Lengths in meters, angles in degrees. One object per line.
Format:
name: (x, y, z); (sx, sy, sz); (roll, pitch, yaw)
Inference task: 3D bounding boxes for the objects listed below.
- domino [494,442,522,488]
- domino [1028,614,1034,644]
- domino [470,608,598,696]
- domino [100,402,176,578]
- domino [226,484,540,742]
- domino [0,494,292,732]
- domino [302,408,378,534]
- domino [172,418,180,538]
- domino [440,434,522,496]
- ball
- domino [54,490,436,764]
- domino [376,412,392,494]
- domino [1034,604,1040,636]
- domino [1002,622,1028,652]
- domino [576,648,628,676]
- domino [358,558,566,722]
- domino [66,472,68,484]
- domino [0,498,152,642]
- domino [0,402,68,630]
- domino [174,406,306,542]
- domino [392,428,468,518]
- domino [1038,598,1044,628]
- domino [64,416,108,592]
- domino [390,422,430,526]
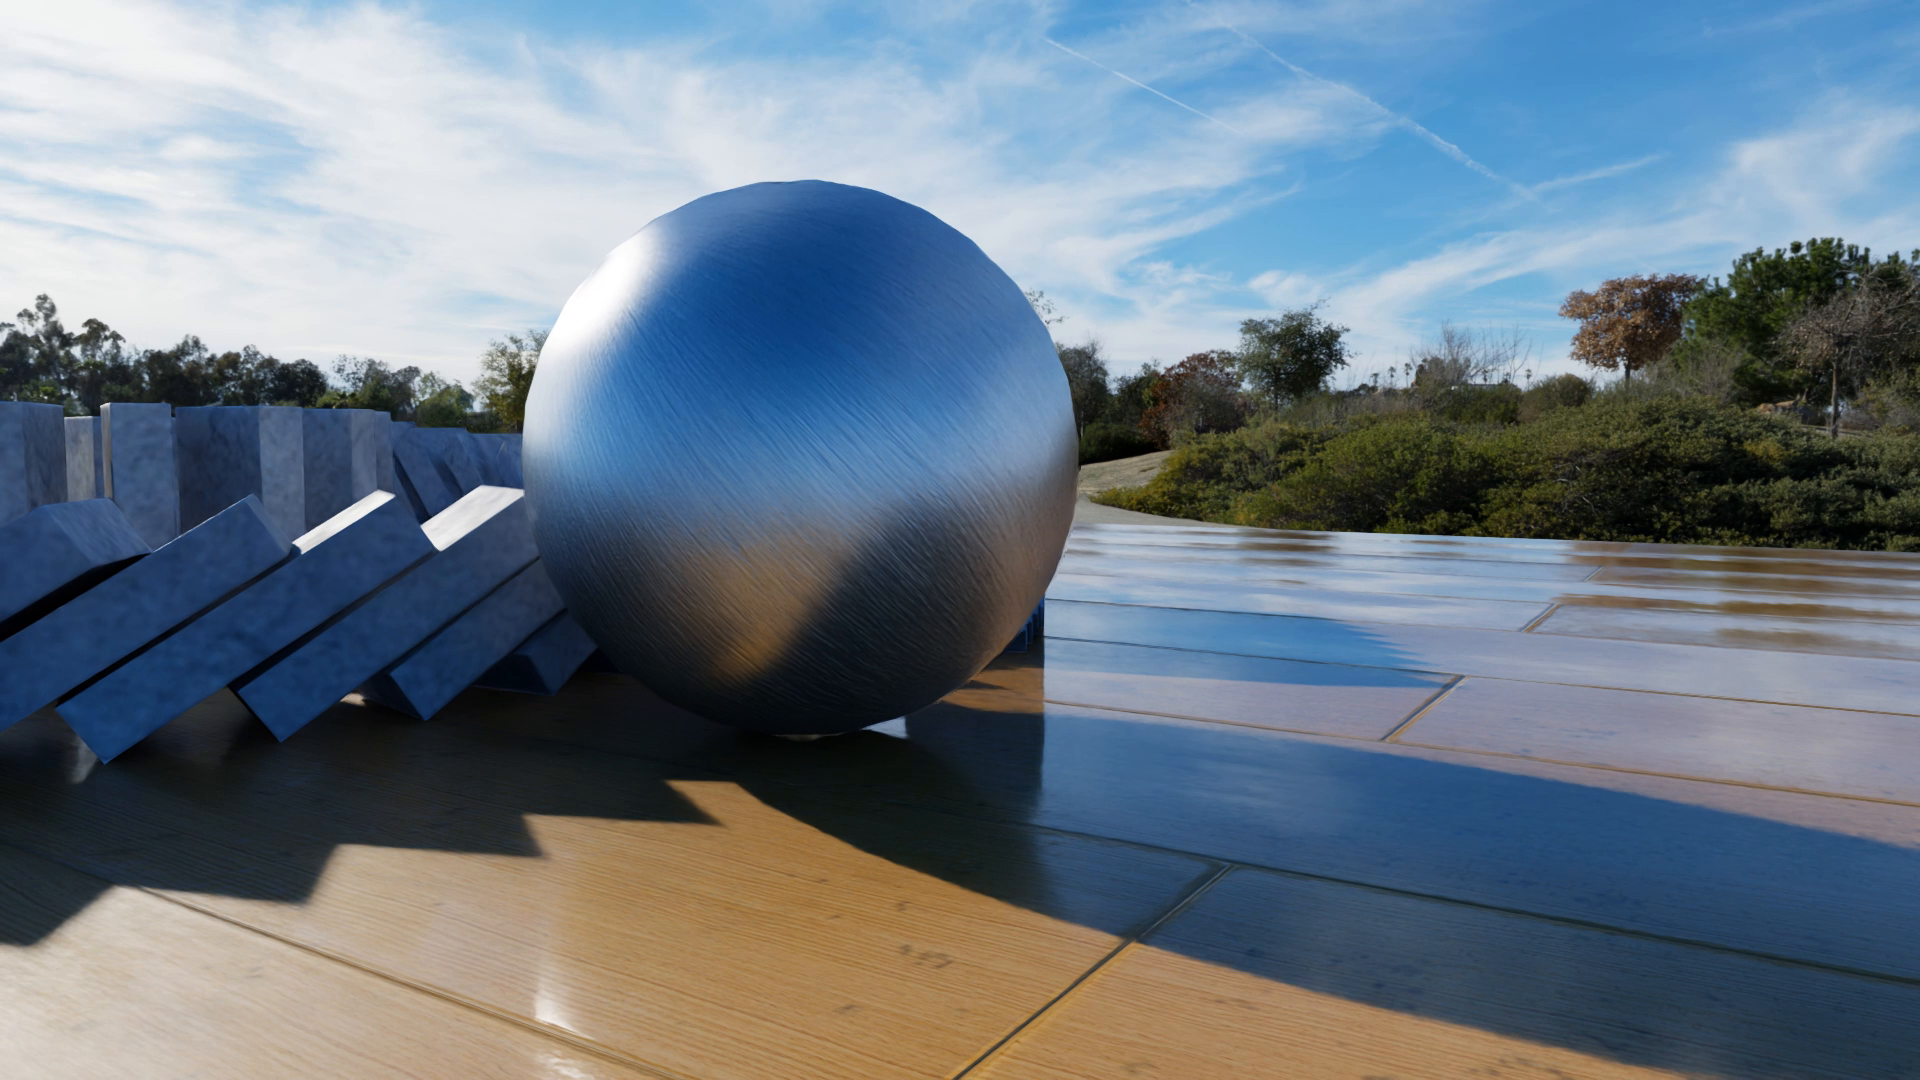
domino: (-0.118, -0.008, 0.384); (0.025, 0.050, 0.010); (-4, -36, -46)
domino: (0.004, -0.002, 0.284); (0.025, 0.050, 0.010); (0, -33, 5)
domino: (-0.071, 0.007, 0.237); (0.025, 0.010, 0.050); (2, 38, 28)
domino: (-0.158, -0.001, 0.248); (0.010, 0.050, 0.025); (-3, 5, -37)
domino: (-0.090, 0.010, 0.202); (0.050, 0.009, 0.025); (-41, 27, -28)
domino: (-0.120, 0.012, 0.179); (0.050, 0.010, 0.025); (-37, 18, -19)
domino: (-0.142, -0.004, 0.281); (0.025, 0.050, 0.009); (0, 4, 6)
domino: (-0.229, -0.011, 0.376); (0.009, 0.050, 0.025); (-4, 6, -40)
domino: (-0.135, -0.010, 0.391); (0.009, 0.050, 0.025); (-40, -15, 25)
ball: (-0.022, -0.012, 0.189); (0.080, 0.080, 0.080); (0, 4, 0)
domino: (-0.104, 0.011, 0.189); (0.050, 0.010, 0.025); (-38, 21, -22)
domino: (-0.146, -0.005, 0.299); (0.025, 0.050, 0.010); (-3, 5, -33)
domino: (0.006, -0.003, 0.296); (0.025, 0.050, 0.009); (1, -33, 5)
domino: (0.002, -0.001, 0.272); (0.025, 0.050, 0.010); (0, -33, 5)
domino: (-0.066, 0.006, 0.255); (0.025, 0.009, 0.050); (2, 38, 20)
domino: (-0.078, 0.008, 0.217); (0.025, 0.010, 0.050); (5, 40, 45)
domino: (-0.285, -0.008, 0.437); (0.050, 0.009, 0.025); (35, -15, -29)
domino: (-0.136, 0.013, 0.169); (0.050, 0.009, 0.025); (-34, 13, -12)
domino: (-0.175, 0.000, 0.239); (0.010, 0.050, 0.025); (-2, 5, -21)
domino: (-0.147, -0.002, 0.263); (0.025, 0.050, 0.010); (2, 5, 24)
domino: (-0.151, -0.011, 0.394); (0.010, 0.050, 0.025); (-32, -5, 16)
domino: (0.008, -0.003, 0.308); (0.025, 0.050, 0.009); (0, -33, 5)
domino: (-0.242, -0.010, 0.362); (0.025, 0.050, 0.010); (4, 6, 40)
domino: (-0.168, -0.012, 0.395); (0.009, 0.050, 0.025); (-24, 2, 7)
